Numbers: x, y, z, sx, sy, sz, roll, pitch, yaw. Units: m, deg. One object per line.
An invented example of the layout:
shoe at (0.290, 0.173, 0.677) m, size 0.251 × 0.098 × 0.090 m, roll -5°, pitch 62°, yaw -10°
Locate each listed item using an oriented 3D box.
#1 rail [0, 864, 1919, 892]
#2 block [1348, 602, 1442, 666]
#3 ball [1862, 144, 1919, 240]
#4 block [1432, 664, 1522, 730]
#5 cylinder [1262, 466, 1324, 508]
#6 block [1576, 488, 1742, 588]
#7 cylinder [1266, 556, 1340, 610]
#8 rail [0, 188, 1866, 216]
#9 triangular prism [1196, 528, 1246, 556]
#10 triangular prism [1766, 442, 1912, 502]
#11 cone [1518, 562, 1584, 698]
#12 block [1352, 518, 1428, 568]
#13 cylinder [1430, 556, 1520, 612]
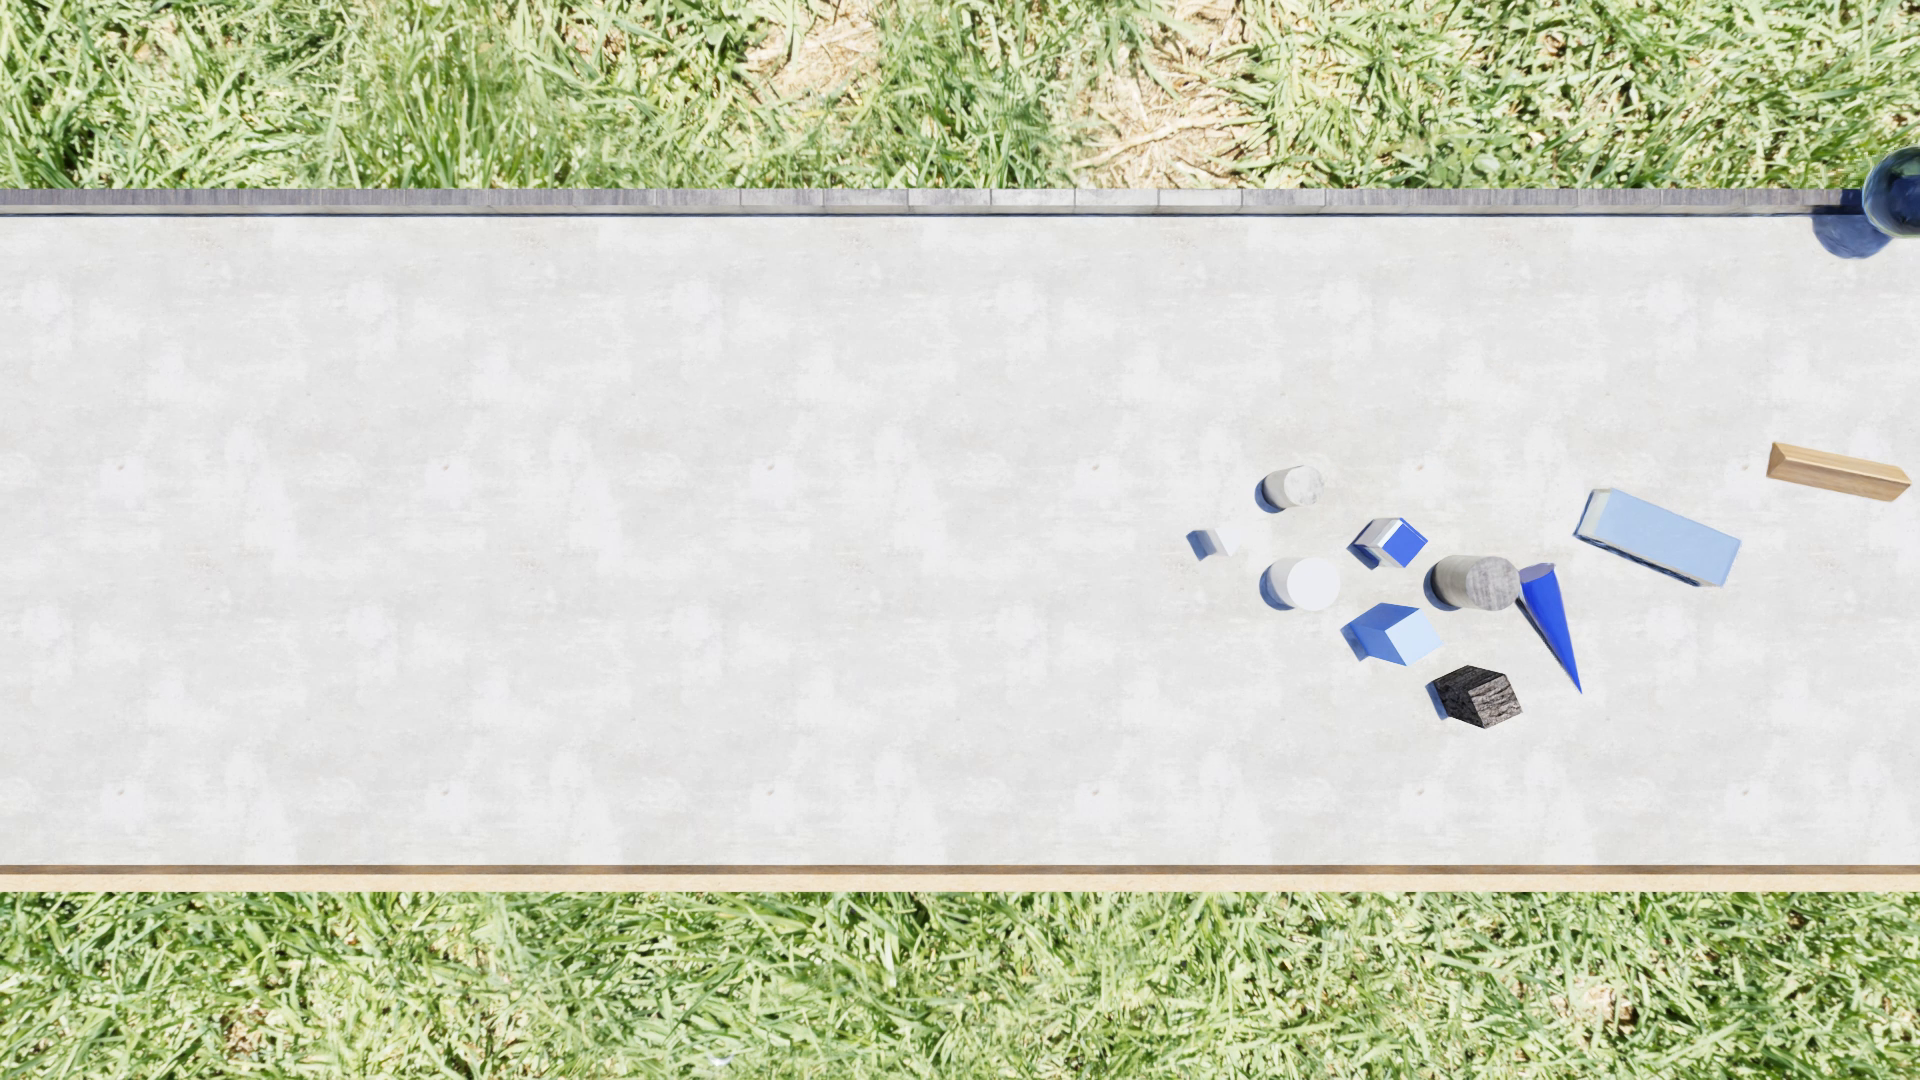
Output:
rail at (-2.247, 1.025, 5.001) m, size 12.000 × 0.150 × 0.050 m, roll 0°, pitch 90°, yaw 0°
block at (1.277, 0.274, 4.856) m, size 0.120 × 0.441 × 0.120 m, roll -32°, pitch 90°, yaw 0°
ball at (2.772, -1.010, 4.791) m, size 0.270 × 0.270 × 0.270 m, roll 0°, pitch 90°, yaw 0°
block at (1.532, 0.463, 4.896) m, size 0.120 × 0.361 × 0.120 m, roll -24°, pitch 90°, yaw 0°
cylinder at (0.986, -0.156, 4.900) m, size 0.117 × 0.353 × 0.117 m, roll 0°, pitch 90°, yaw 0°
block at (2.114, -0.007, 5.001) m, size 0.417 × 0.151 × 0.151 m, roll 22°, pitch 90°, yaw 0°
cylinder at (1.017, 0.127, 4.910) m, size 0.153 × 0.332 × 0.153 m, roll 0°, pitch 90°, yaw 0°
rail at (-2.247, -1.025, 5.002) m, size 12.000 × 0.150 × 0.050 m, roll 0°, pitch 90°, yaw 0°
triangular prism at (0.755, -0.012, 4.869) m, size 0.079 × 0.416 × 0.091 m, roll 31°, pitch 90°, yaw 0°
triangular prism at (2.683, -0.209, 5.026) m, size 0.393 × 0.096 × 0.111 m, roll 11°, pitch 90°, yaw 0°
cone at (1.827, 0.292, 5.041) m, size 0.144 × 0.144 × 0.431 m, roll -25°, pitch 100°, yaw 0°
block at (1.281, 0.008, 4.921) m, size 0.105 × 0.311 × 0.105 m, roll 41°, pitch 90°, yaw 0°
cylinder at (1.527, 0.125, 4.900) m, size 0.159 × 0.353 × 0.159 m, roll 0°, pitch 90°, yaw 0°
